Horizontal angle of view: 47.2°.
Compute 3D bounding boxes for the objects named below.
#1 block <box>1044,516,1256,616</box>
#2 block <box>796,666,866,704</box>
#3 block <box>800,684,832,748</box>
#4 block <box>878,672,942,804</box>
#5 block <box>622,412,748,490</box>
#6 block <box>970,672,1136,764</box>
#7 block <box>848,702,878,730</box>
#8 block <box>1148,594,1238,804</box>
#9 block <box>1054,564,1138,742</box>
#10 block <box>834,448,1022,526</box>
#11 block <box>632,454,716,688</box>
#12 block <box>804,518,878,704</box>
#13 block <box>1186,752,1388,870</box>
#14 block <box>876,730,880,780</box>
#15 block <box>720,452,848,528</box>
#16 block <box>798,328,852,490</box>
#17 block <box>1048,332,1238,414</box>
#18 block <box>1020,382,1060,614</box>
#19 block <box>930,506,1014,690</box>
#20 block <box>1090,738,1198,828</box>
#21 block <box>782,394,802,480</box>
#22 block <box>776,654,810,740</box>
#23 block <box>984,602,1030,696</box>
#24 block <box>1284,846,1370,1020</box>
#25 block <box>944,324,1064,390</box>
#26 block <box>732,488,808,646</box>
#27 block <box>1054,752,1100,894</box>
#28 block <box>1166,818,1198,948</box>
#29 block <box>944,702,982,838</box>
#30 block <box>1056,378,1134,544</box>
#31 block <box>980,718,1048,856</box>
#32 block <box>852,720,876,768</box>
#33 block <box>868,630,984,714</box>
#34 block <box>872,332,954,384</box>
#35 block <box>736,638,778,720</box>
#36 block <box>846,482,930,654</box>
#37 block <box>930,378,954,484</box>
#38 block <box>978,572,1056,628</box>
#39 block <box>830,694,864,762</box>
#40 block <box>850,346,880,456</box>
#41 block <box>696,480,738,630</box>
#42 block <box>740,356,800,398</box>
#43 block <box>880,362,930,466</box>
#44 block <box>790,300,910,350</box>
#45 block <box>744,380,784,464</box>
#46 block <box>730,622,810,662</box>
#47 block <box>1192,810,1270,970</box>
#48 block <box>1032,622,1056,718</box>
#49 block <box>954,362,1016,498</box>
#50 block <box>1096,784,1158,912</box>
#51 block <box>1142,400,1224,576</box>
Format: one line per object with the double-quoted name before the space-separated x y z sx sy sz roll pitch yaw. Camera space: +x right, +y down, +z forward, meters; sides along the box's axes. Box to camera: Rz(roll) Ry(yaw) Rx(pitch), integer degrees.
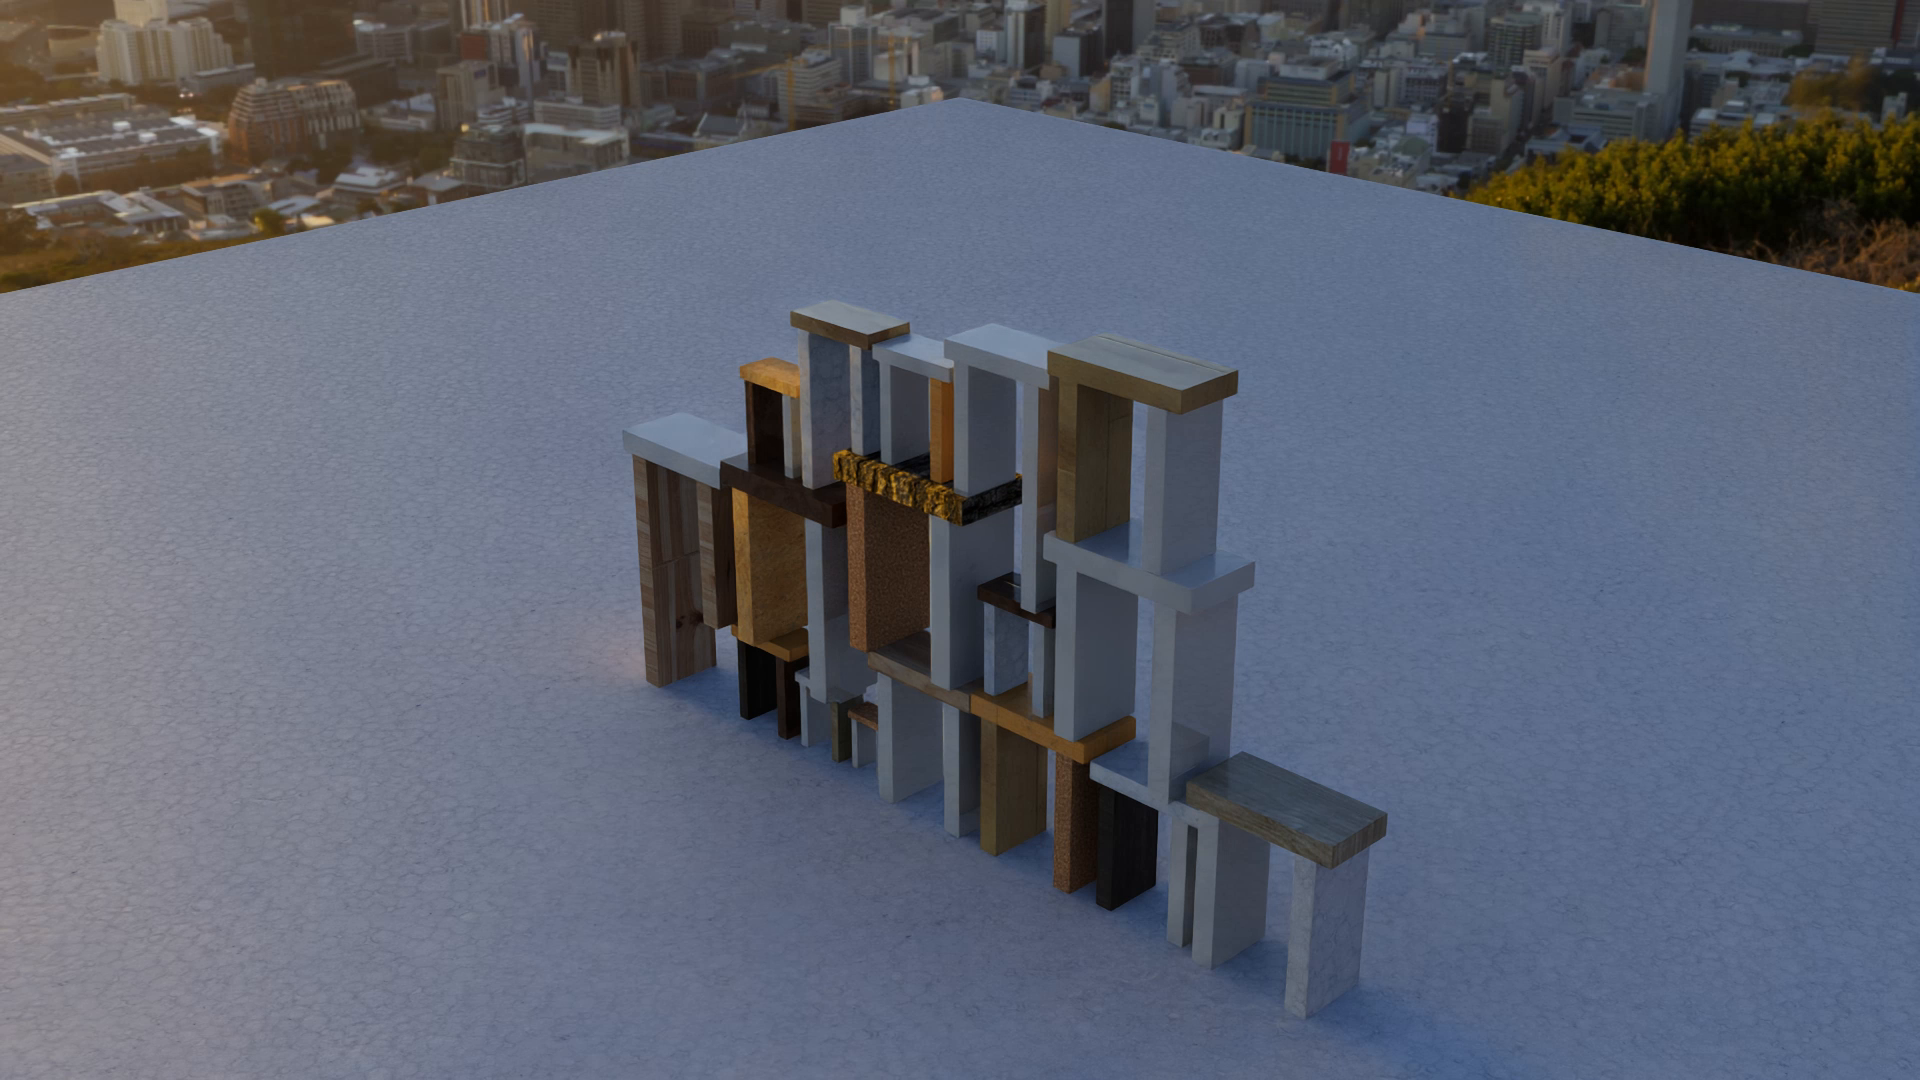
"block" 0.332 0.035 3.886 0.171 0.049 0.343 -21 31 -41
"block" -0.273 0.301 4.650 0.073 0.021 0.147 -21 31 -39
"block" -0.307 0.364 4.715 0.021 0.147 0.073 21 31 41
"block" -0.101 0.381 4.495 0.143 0.286 0.041 -21 31 -41
"block" -0.560 -0.195 4.745 0.166 0.047 0.333 -21 31 -41
"block" 0.176 0.333 4.177 0.292 0.041 0.146 21 31 41
"block" -0.174 0.370 4.578 0.113 0.016 0.057 21 31 41
"block" 0.412 0.264 3.895 0.171 0.380 0.049 -21 31 -41
"block" 0.251 0.183 4.037 0.171 0.343 0.049 -21 31 -41
"block" -0.059 -0.121 4.240 0.354 0.050 0.177 21 31 40
"block" -0.638 0.050 4.934 0.047 0.553 0.167 21 31 41
"block" -0.231 0.123 4.527 0.175 0.403 0.050 -21 31 -40
"block" 0.563 0.464 3.808 0.313 0.044 0.157 21 31 41
"block" -0.148 0.440 4.579 0.016 0.113 0.057 21 31 41
"block" -0.313 -0.117 4.515 0.175 0.050 0.350 -21 31 -40
"block" -0.267 -0.272 4.392 0.110 0.331 0.031 -21 31 -40
"block" 0.310 -0.288 3.763 0.300 0.042 0.150 21 31 41
"block" 0.170 -0.089 3.999 0.037 0.439 0.130 21 31 40
"block" 0.025 0.097 4.242 0.050 0.354 0.177 21 31 41
"block" 0.376 0.441 4.010 0.130 0.037 0.259 -21 31 -41
"block" -0.317 -0.221 4.469 0.089 0.177 0.025 -21 31 -40
"block" -0.350 0.326 4.746 0.096 0.193 0.027 -21 31 -41
"block" 0.089 0.195 4.205 0.027 0.191 0.095 21 31 40
"block" 0.637 0.658 3.810 0.044 0.313 0.157 21 31 41
"block" 0.108 -0.332 3.962 0.259 0.037 0.130 21 31 40
"block" -0.393 0.034 4.669 0.175 0.350 0.050 -21 31 -41
"block" 0.244 0.513 4.178 0.146 0.292 0.041 -21 31 -41
"block" 0.438 0.601 4.012 0.037 0.259 0.130 21 31 41
"block" 0.034 0.434 4.371 0.041 0.286 0.143 21 31 41
"block" 0.239 -0.158 3.894 0.042 0.300 0.150 21 31 41
"block" 0.107 0.459 4.305 0.041 0.292 0.146 21 31 41
"block" -0.201 0.419 4.628 0.016 0.113 0.057 21 31 41
"block" -0.033 0.257 4.370 0.143 0.041 0.286 -21 31 -41
"block" -0.058 -0.344 4.140 0.204 0.029 0.102 21 31 40
"block" -0.440 0.290 4.830 0.027 0.193 0.096 21 31 41
"block" -0.142 0.032 4.396 0.050 0.354 0.177 21 31 41
"block" -0.009 -0.218 4.142 0.029 0.204 0.102 21 31 40
"block" 0.134 0.112 4.121 0.191 0.027 0.095 21 31 40
"block" -0.238 0.391 4.651 0.073 0.147 0.021 -21 31 -40
"block" -0.161 -0.283 4.276 0.031 0.221 0.110 21 31 40
"block" -0.481 0.011 4.746 0.047 0.333 0.167 21 31 40
"block" -0.357 -0.331 4.469 0.089 0.025 0.177 -21 31 -40
"block" -0.106 -0.255 4.230 0.029 0.204 0.102 21 31 40
"block" -0.214 -0.419 4.274 0.221 0.031 0.110 21 31 40
"block" -0.399 -0.254 4.547 0.089 0.177 0.025 -21 31 -40
"block" -0.395 0.207 4.745 0.096 0.027 0.193 -21 31 -41
"block" 0.489 0.600 3.946 0.044 0.313 0.157 21 31 41
"block" 0.179 0.230 4.123 0.027 0.191 0.095 21 31 41
"block" 0.047 -0.220 4.077 0.037 0.259 0.130 21 31 40
"block" 0.315 0.554 4.124 0.037 0.259 0.130 21 31 41
"block" 0.381 -0.103 3.764 0.150 0.300 0.042 -21 31 -41
